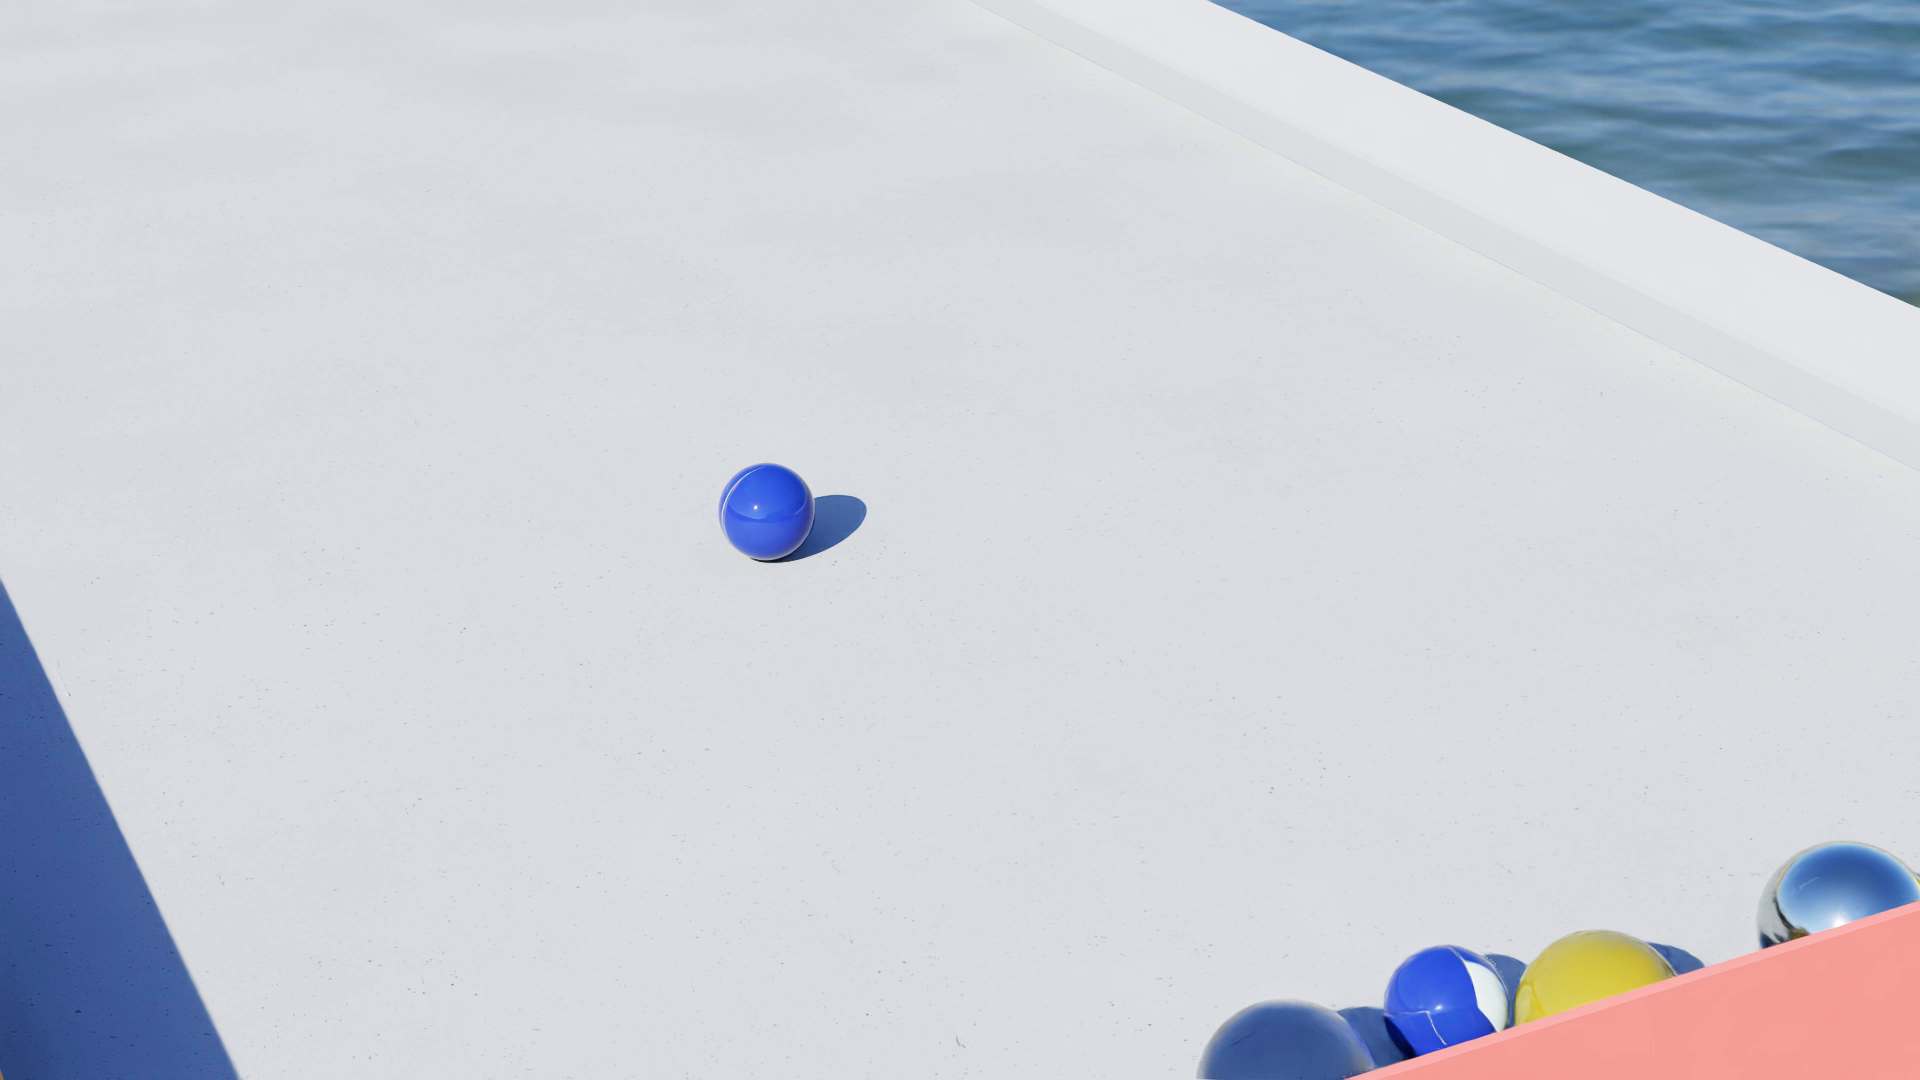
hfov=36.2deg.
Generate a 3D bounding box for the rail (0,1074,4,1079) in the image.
[{"bbox_3d":[-1.034,-0.169,2.433,0.045,0.127,3.142,-12,27,-24],"label":"rail"}]

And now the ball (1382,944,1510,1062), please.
[{"bbox_3d":[0.262,0.252,1.586,0.068,0.068,0.068,0,25,0],"label":"ball"}]

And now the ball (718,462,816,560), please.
[{"bbox_3d":[-0.143,-0.021,2.177,0.073,0.073,0.073,0,25,0],"label":"ball"}]

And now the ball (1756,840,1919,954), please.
[{"bbox_3d":[0.492,0.215,1.632,0.097,0.097,0.097,0,25,0],"label":"ball"}]

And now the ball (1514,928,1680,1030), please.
[{"bbox_3d":[0.340,0.252,1.560,0.091,0.091,0.091,0,25,0],"label":"ball"}]

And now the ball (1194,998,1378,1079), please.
[{"bbox_3d":[0.166,0.280,1.495,0.094,0.094,0.094,0,25,0],"label":"ball"}]

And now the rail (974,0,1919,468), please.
[{"bbox_3d":[0.329,-0.454,3.054,0.045,0.127,3.142,-12,27,-24],"label":"rail"}]

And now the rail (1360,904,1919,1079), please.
[{"bbox_3d":[0.342,0.265,1.486,1.572,0.127,0.045,-12,27,-24],"label":"rail"}]
